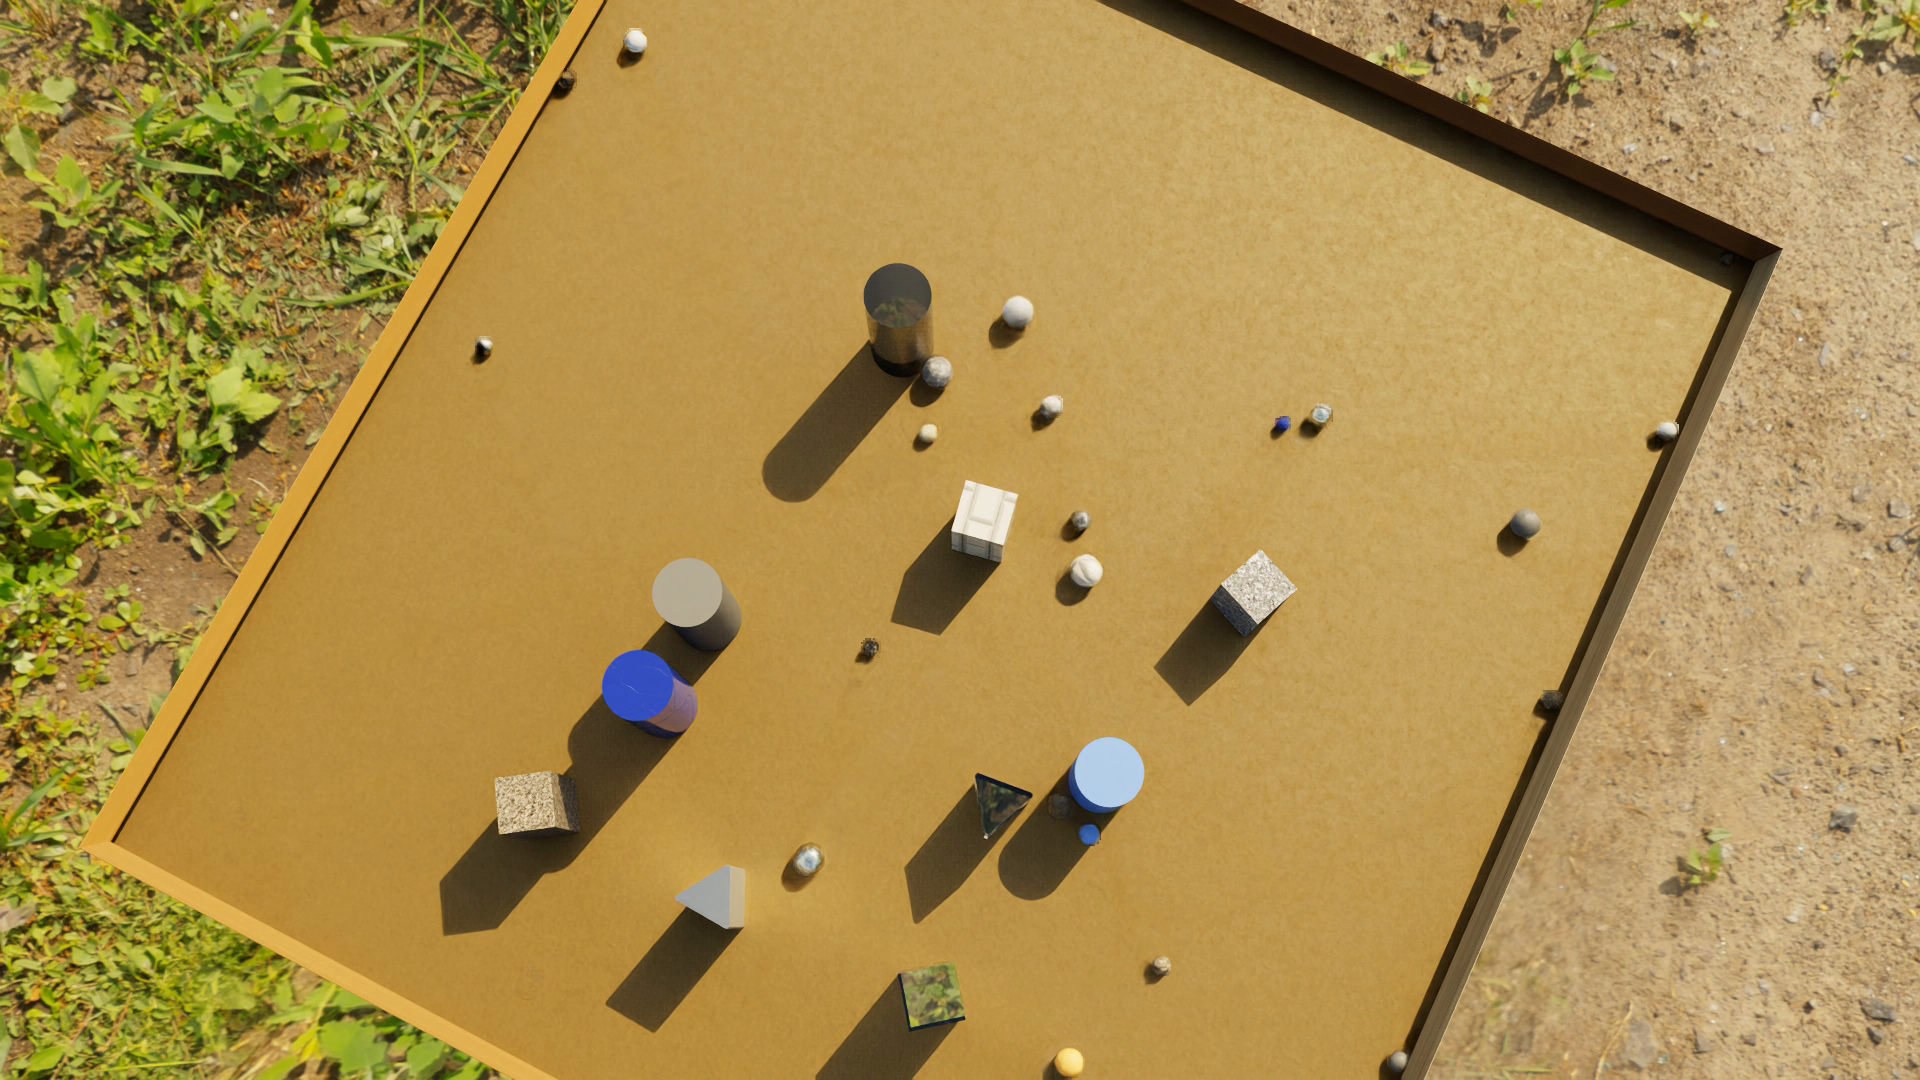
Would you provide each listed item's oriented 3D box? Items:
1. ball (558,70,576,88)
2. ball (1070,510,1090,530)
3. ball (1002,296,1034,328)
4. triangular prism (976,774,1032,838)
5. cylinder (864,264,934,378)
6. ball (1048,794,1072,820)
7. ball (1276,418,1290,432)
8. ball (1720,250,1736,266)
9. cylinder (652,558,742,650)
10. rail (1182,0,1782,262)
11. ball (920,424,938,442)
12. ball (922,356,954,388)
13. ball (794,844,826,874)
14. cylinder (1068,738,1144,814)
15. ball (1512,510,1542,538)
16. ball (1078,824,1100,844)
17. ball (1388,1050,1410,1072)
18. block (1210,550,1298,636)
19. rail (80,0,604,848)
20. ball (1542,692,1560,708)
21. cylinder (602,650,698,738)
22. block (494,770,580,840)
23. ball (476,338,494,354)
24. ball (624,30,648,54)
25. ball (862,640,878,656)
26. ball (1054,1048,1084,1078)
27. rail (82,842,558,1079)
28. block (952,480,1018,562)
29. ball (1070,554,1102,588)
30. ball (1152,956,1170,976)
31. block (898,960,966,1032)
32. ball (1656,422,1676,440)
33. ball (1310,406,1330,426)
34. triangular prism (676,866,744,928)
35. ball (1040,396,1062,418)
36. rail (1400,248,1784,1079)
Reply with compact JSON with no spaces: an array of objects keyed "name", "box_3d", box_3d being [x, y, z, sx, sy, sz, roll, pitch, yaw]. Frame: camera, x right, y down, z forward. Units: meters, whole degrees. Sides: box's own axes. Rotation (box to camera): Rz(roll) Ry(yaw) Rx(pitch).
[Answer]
[{"name":"ball","box_3d":[-1.265,-1.481,5.894,0.056,0.056,0.056,0,78,0]},{"name":"ball","box_3d":[0.367,-0.062,5.597,0.063,0.063,0.063,0,78,0]},{"name":"ball","box_3d":[0.181,-0.709,5.714,0.098,0.098,0.098,0,78,0]},{"name":"triangular prism","box_3d":[0.093,0.746,5.308,0.170,0.302,0.147,-39,81,-7]},{"name":"cylinder","box_3d":[-0.179,-0.653,5.502,0.196,0.488,0.196,0,78,0]},{"name":"ball","box_3d":[0.296,0.788,5.416,0.073,0.073,0.073,0,78,0]},{"name":"ball","box_3d":[0.999,-0.356,5.670,0.040,0.040,0.040,0,78,0]},{"name":"ball","box_3d":[2.421,-0.889,5.775,0.050,0.050,0.050,0,78,0]},{"name":"cylinder","box_3d":[-0.761,0.193,5.341,0.196,0.462,0.196,0,78,0]},{"name":"rail","box_3d":[0.866,-1.689,5.900,3.744,0.127,0.045,26,80,5]},{"name":"ball","box_3d":[-0.097,-0.331,5.657,0.056,0.056,0.056,0,78,0]},{"name":"ball","box_3d":[-0.069,-0.520,5.676,0.095,0.095,0.095,0,78,0]},{"name":"ball","box_3d":[-0.441,0.936,5.376,0.092,0.092,0.092,0,78,0]},{"name":"cylinder","box_3d":[0.421,0.686,5.317,0.196,0.310,0.196,0,78,0]},{"name":"ball","box_3d":[1.724,-0.050,5.582,0.088,0.088,0.088,0,78,0]},{"name":"ball","box_3d":[0.380,0.867,5.406,0.061,0.061,0.061,0,78,0]},{"name":"ball","box_3d":[1.264,1.501,5.275,0.061,0.061,0.061,0,78,0]},{"name":"block","box_3d":[0.870,0.161,5.452,0.157,0.257,0.157,-41,81,-8]},{"name":"rail","box_3d":[-1.653,-0.803,5.717,0.045,0.127,3.919,26,80,5]},{"name":"ball","box_3d":[1.772,0.479,5.491,0.052,0.052,0.052,0,78,0]},{"name":"cylinder","box_3d":[-0.886,0.449,5.276,0.196,0.486,0.196,0,78,0]},{"name":"block","box_3d":[-1.215,0.767,5.284,0.157,0.341,0.157,-7,78,-2]},{"name":"ball","box_3d":[-1.483,-0.605,5.716,0.051,0.051,0.051,0,78,0]},{"name":"ball","box_3d":[-1.045,-1.608,5.913,0.071,0.071,0.071,0,78,0]},{"name":"ball","box_3d":[-0.269,0.324,5.525,0.048,0.048,0.048,0,78,0]},{"name":"ball","box_3d":[0.313,1.501,5.264,0.082,0.082,0.082,0,78,0]},{"name":"rail","box_3d":[-0.866,1.702,5.198,3.744,0.127,0.045,26,80,5]},{"name":"block","box_3d":[0.072,-0.053,5.487,0.157,0.274,0.157,16,79,3]},{"name":"ball","box_3d":[0.382,0.094,5.547,0.098,0.098,0.098,0,78,0]},{"name":"ball","box_3d":[0.586,1.239,5.332,0.055,0.055,0.055,0,78,0]},{"name":"block","box_3d":[-0.077,1.280,5.166,0.157,0.363,0.157,-11,79,-2]},{"name":"ball","box_3d":[2.181,-0.336,5.657,0.058,0.058,0.058,0,78,0]},{"name":"ball","box_3d":[1.112,-0.383,5.663,0.065,0.065,0.065,0,78,0]},{"name":"triangular prism","box_3d":[-0.675,0.998,5.225,0.170,0.363,0.147,29,80,6]},{"name":"ball","box_3d":[0.281,-0.412,5.668,0.066,0.066,0.066,0,78,0]},{"name":"rail","box_3d":[1.653,0.816,5.382,0.045,0.127,3.919,26,80,5]}]
